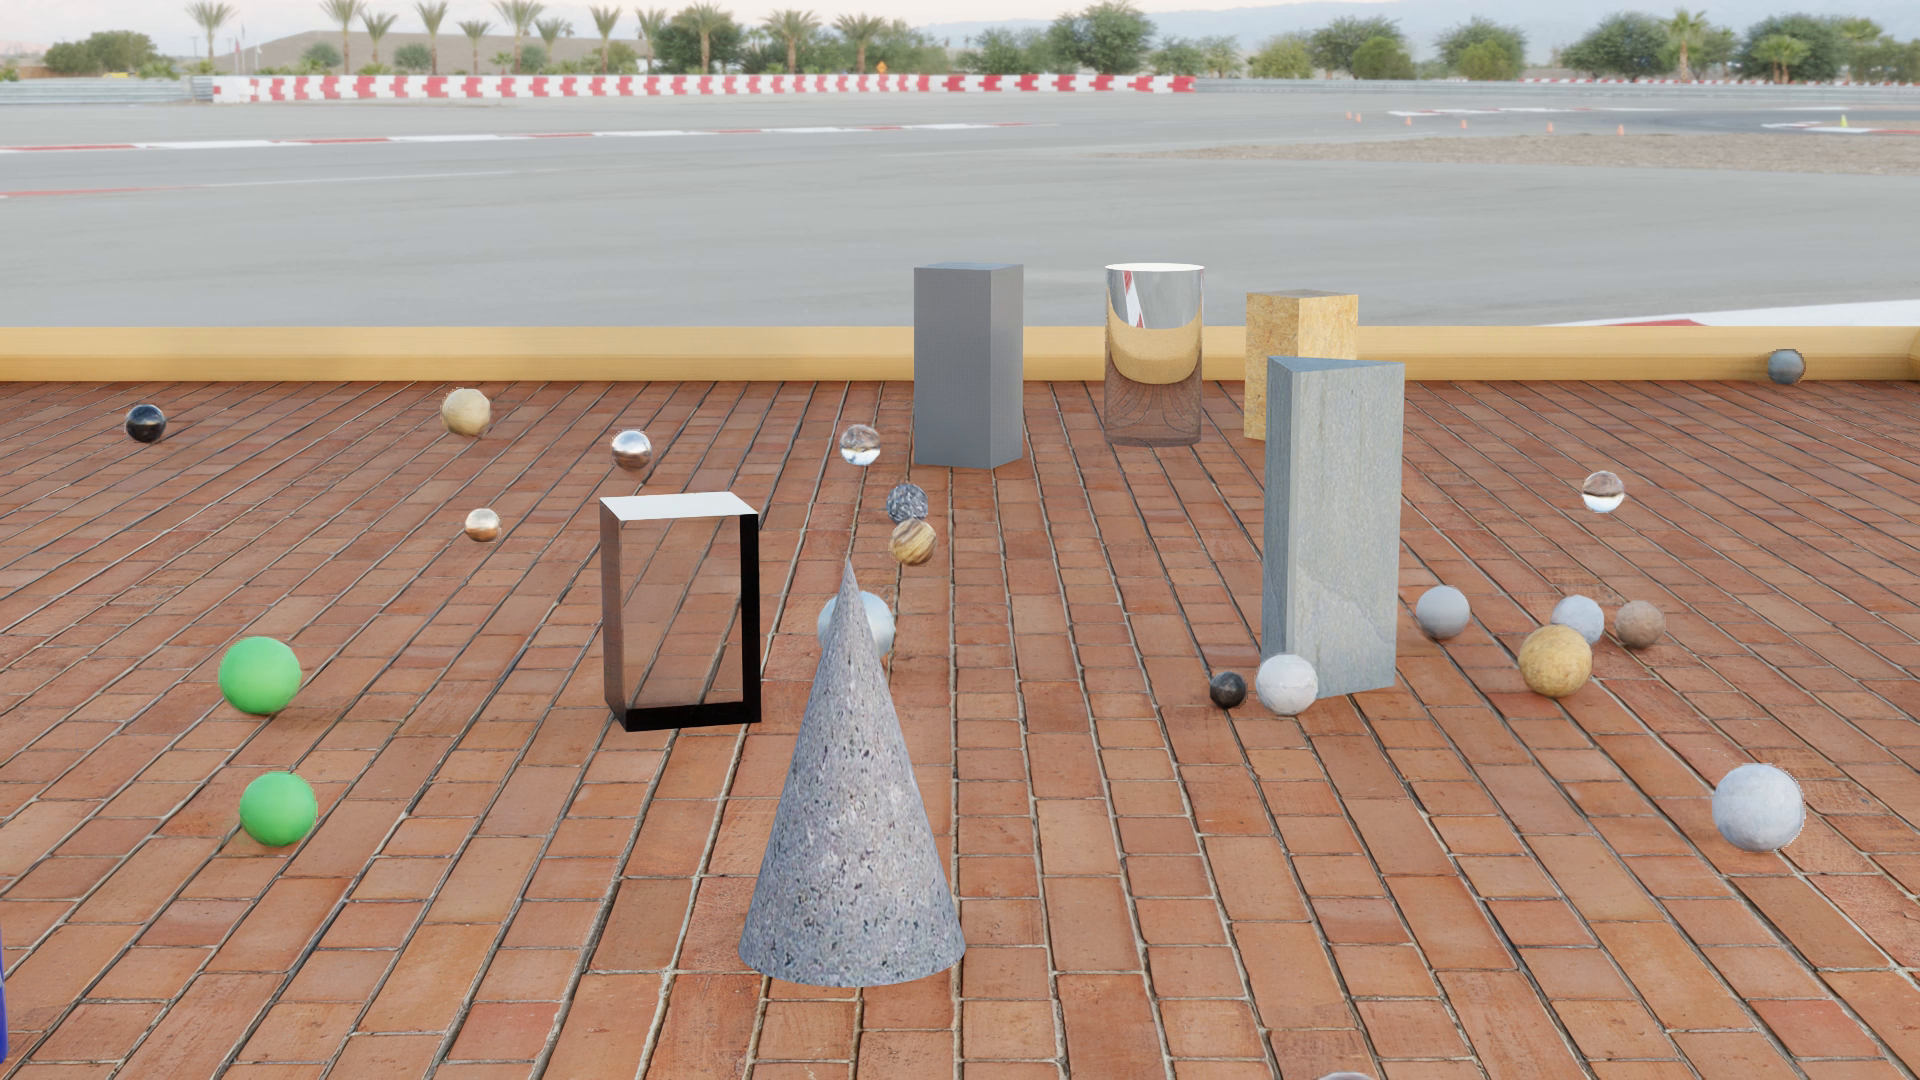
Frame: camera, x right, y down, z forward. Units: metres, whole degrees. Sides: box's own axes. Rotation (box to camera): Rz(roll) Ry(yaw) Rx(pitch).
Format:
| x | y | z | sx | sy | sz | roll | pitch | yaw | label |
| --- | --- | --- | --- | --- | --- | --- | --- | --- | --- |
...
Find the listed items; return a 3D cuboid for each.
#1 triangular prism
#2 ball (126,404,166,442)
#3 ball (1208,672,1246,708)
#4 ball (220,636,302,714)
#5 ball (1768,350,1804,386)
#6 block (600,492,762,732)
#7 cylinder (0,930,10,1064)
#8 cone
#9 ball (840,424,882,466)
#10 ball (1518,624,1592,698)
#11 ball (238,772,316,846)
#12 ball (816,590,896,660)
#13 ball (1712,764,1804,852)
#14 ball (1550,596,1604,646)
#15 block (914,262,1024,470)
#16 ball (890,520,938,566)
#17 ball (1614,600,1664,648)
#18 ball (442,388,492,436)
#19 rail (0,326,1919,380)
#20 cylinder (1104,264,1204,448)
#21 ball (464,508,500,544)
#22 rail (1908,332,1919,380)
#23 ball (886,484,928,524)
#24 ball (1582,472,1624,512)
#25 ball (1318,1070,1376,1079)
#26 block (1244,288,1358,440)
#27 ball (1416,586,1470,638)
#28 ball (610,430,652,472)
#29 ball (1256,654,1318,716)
| x | y | z | sx | sy | sz | roll | pitch | yaw | label |
| --- | --- | --- | --- | --- | --- | --- | --- | --- | --- |
| 0.407 | -0.020 | 3.021 | 0.165 | 0.383 | 0.143 | -7 | 13 | -33 | triangular prism |
| -1.579 | -0.226 | 4.974 | 0.075 | 0.075 | 0.075 | 0 | 11 | 0 | ball |
| 0.305 | 0.171 | 2.929 | 0.042 | 0.042 | 0.042 | 0 | 11 | 0 | ball |
| -0.790 | 0.153 | 2.898 | 0.088 | 0.088 | 0.088 | 0 | 11 | 0 | ball |
| 1.885 | -0.394 | 5.861 | 0.080 | 0.080 | 0.080 | 0 | 11 | 0 | ball |
| -0.317 | 0.078 | 2.896 | 0.152 | 0.237 | 0.152 | -3 | 11 | -16 | block |
| -0.801 | 0.197 | 1.854 | 0.190 | 0.386 | 0.190 | 0 | 11 | 0 | cylinder |
| -0.090 | 0.176 | 2.110 | 0.190 | 0.332 | 0.190 | 0 | 11 | 0 | cone |
| -0.182 | -0.173 | 4.686 | 0.075 | 0.075 | 0.075 | 0 | 11 | 0 | ball |
| 0.691 | 0.140 | 2.979 | 0.084 | 0.084 | 0.084 | 0 | 11 | 0 | ball |
| -0.642 | 0.253 | 2.412 | 0.070 | 0.070 | 0.070 | 0 | 11 | 0 | ball |
| -0.126 | 0.108 | 3.121 | 0.095 | 0.095 | 0.095 | 0 | 11 | 0 | ball |
| 0.745 | 0.250 | 2.396 | 0.082 | 0.082 | 0.082 | 0 | 11 | 0 | ball |
| 0.778 | 0.103 | 3.231 | 0.066 | 0.066 | 0.066 | 0 | 11 | 0 | ball |
| 0.017 | -0.324 | 4.718 | 0.152 | 0.360 | 0.152 | 5 | 12 | 24 | block |
| -0.068 | 0.004 | 3.753 | 0.069 | 0.069 | 0.069 | 0 | 11 | 0 | ball |
| 0.855 | 0.106 | 3.229 | 0.060 | 0.060 | 0.060 | 0 | 11 | 0 | ball |
| -0.972 | -0.252 | 5.055 | 0.095 | 0.095 | 0.095 | 0 | 11 | 0 | ball |
| -0.014 | -0.428 | 5.916 | 4.483 | 0.123 | 0.045 | 0 | 11 | 0 | rail |
| 0.375 | -0.361 | 4.978 | 0.190 | 0.337 | 0.190 | 0 | 11 | 0 | cylinder |
| -0.731 | -0.022 | 3.931 | 0.054 | 0.054 | 0.054 | 0 | 11 | 0 | ball |
| 2.218 | 0.029 | 3.462 | 0.045 | 0.123 | 5.066 | 0 | 11 | 0 | rail |
| -0.083 | -0.055 | 4.073 | 0.068 | 0.068 | 0.068 | 0 | 11 | 0 | ball |
| 1.054 | -0.079 | 4.203 | 0.067 | 0.067 | 0.067 | 0 | 11 | 0 | ball |
| 0.257 | 0.386 | 1.701 | 0.069 | 0.069 | 0.069 | 0 | 11 | 0 | ball |
| 0.665 | -0.339 | 5.010 | 0.152 | 0.283 | 0.152 | -7 | 13 | -34 | block |
| 0.618 | 0.092 | 3.282 | 0.068 | 0.068 | 0.068 | 0 | 11 | 0 | ball |
| -0.592 | -0.160 | 4.623 | 0.074 | 0.074 | 0.074 | 0 | 11 | 0 | ball |
| 0.369 | 0.163 | 2.896 | 0.070 | 0.070 | 0.070 | 0 | 11 | 0 | ball |
